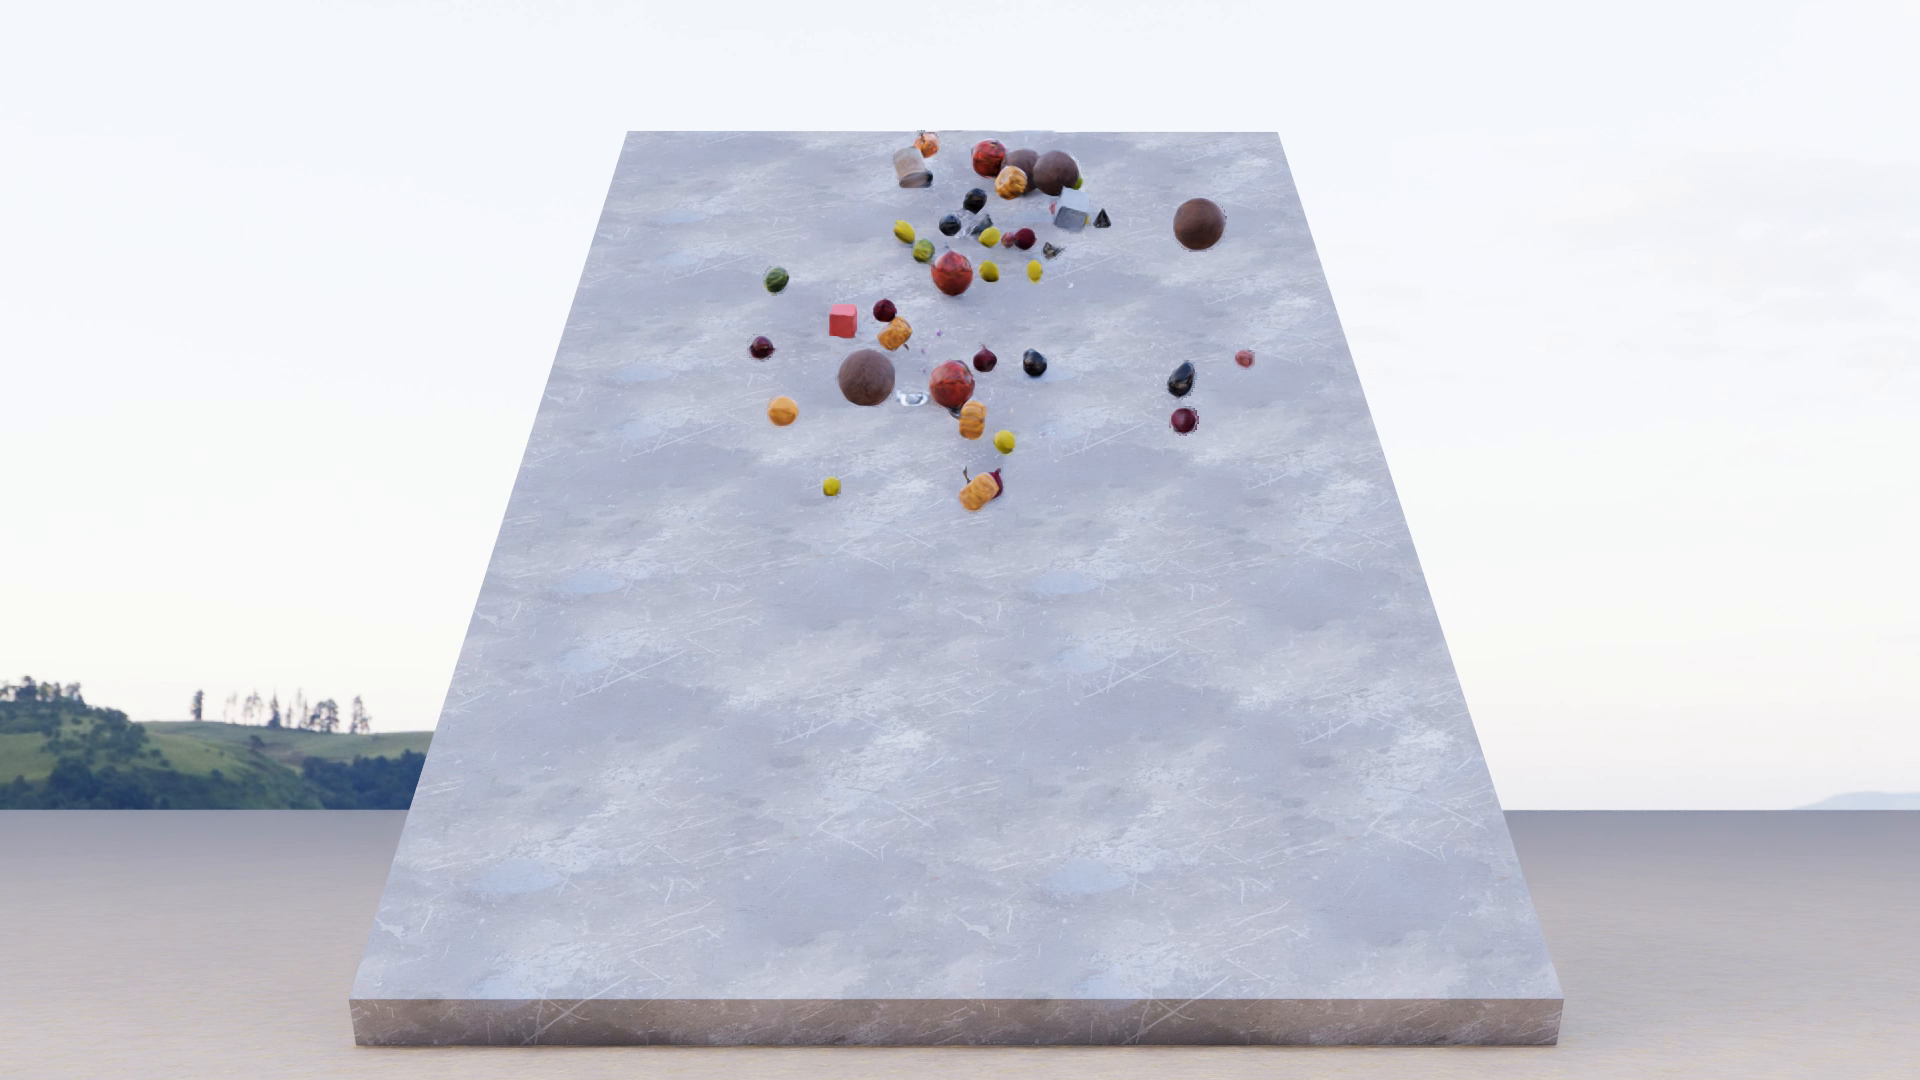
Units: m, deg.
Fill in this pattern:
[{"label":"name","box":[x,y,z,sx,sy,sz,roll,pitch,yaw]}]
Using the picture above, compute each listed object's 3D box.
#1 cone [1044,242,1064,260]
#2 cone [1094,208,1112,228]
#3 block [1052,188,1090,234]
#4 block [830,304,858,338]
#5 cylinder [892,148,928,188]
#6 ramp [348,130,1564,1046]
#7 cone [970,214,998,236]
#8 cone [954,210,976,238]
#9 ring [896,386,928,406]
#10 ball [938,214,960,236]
[{"label":"cone","box":[0.260,-0.783,6.540,0.051,0.051,0.051,-12,-1,-23]},{"label":"cone","box":[0.400,-0.910,6.790,0.053,0.053,0.053,0,30,0]},{"label":"block","box":[0.294,-0.870,6.378,0.075,0.075,0.075,15,-41,-7]},{"label":"block","box":[-0.298,-0.559,6.173,0.062,0.062,0.062,3,30,5]},{"label":"cylinder","box":[-0.141,-1.057,6.870,0.085,0.085,0.085,-13,-21,-5]},{"label":"ramp","box":[-0.013,-0.208,5.733,2.000,0.100,4.000,0,30,0]},{"label":"cone","box":[0.057,-0.857,6.679,0.067,0.067,0.067,-30,-7,-1]},{"label":"cone","box":[0.021,-0.881,6.755,0.078,0.078,0.078,-2,1,21]},{"label":"ring","box":[-0.115,-0.348,5.848,0.080,0.027,0.080,1,31,0]},{"label":"ball","box":[-0.028,-0.854,6.562,0.060,0.060,0.060,0,-6,0]}]
